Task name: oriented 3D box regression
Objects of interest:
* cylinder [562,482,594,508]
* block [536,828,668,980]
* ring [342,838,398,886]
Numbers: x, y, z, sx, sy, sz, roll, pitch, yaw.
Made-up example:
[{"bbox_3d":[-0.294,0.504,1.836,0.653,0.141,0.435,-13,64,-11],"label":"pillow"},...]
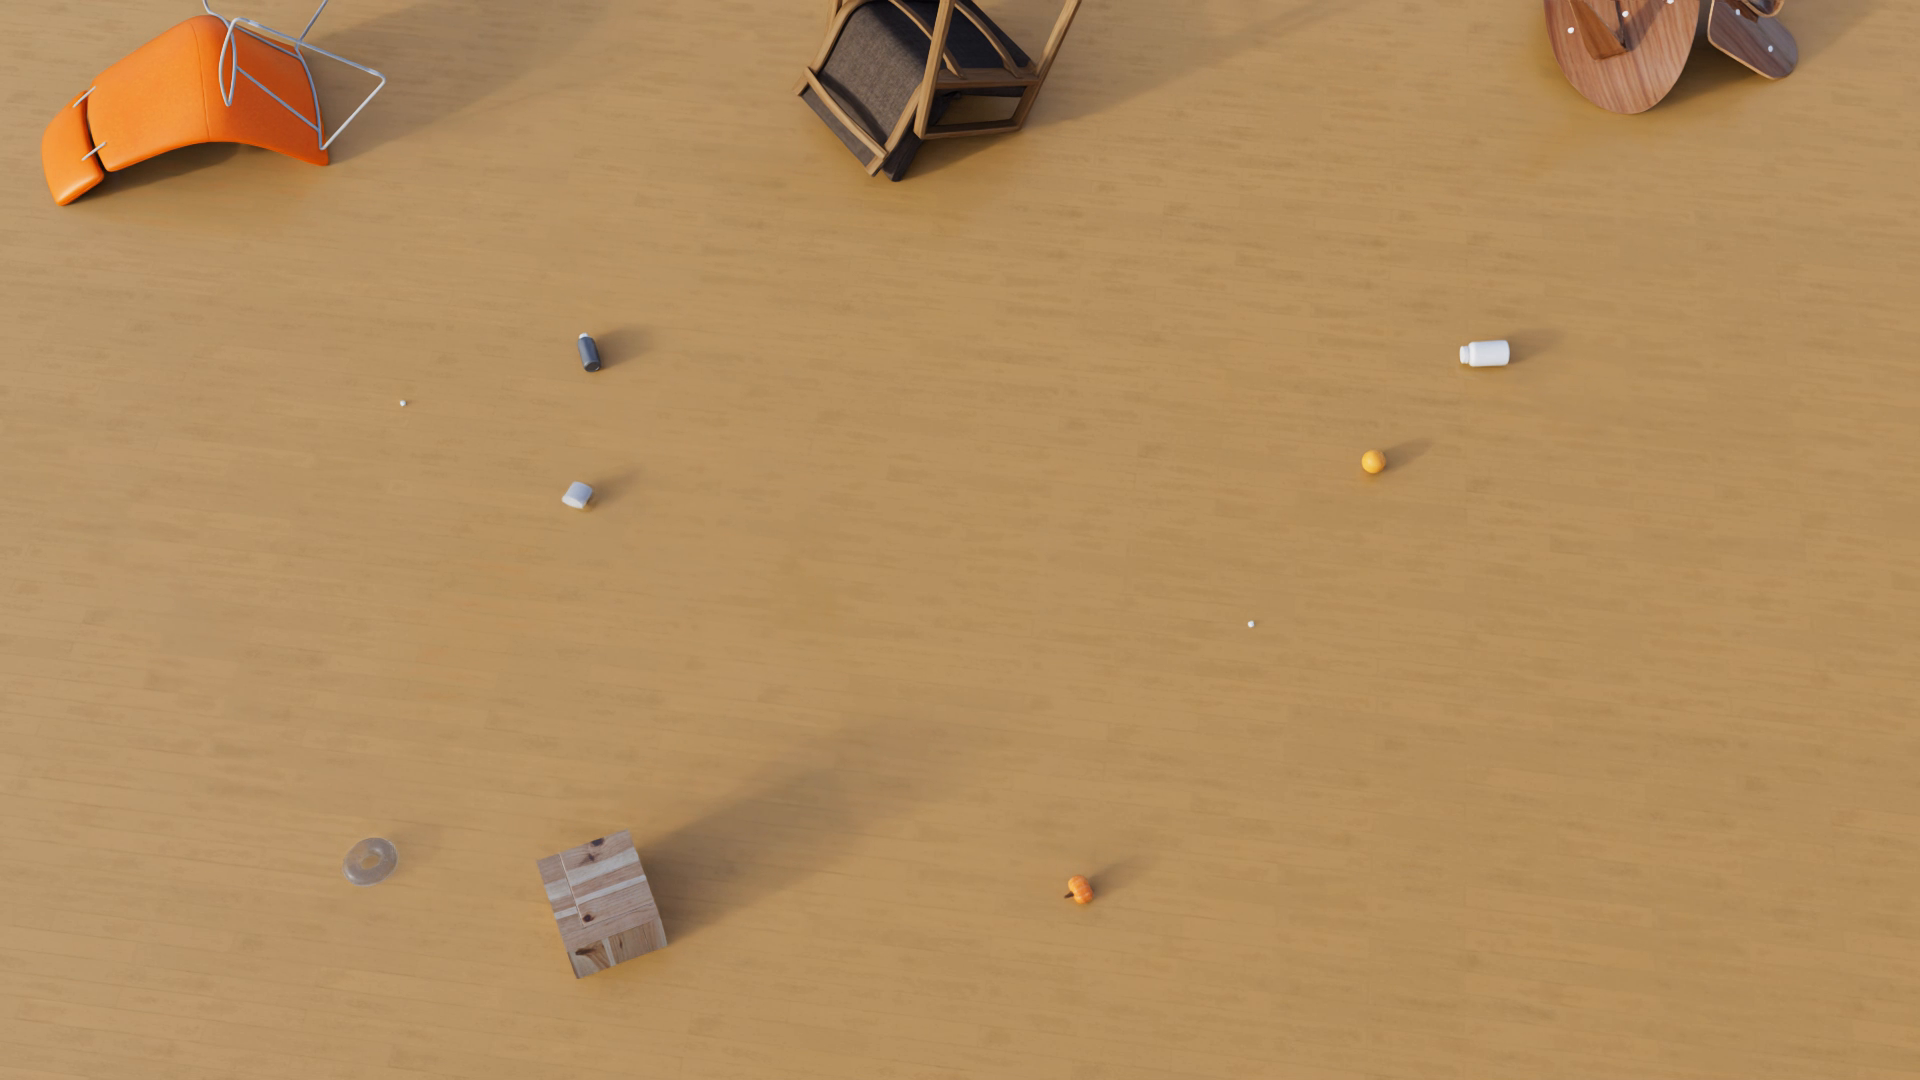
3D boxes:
[{"bbox_3d":[-1.153,-0.135,6.633,0.075,0.050,0.060,13,56,25],"label":"cylinder"},{"bbox_3d":[-0.946,0.962,5.820,0.252,0.179,0.277,-19,58,-12],"label":"block"},{"bbox_3d":[-1.599,0.872,5.959,0.150,0.050,0.133,-34,64,-22],"label":"ring"}]
